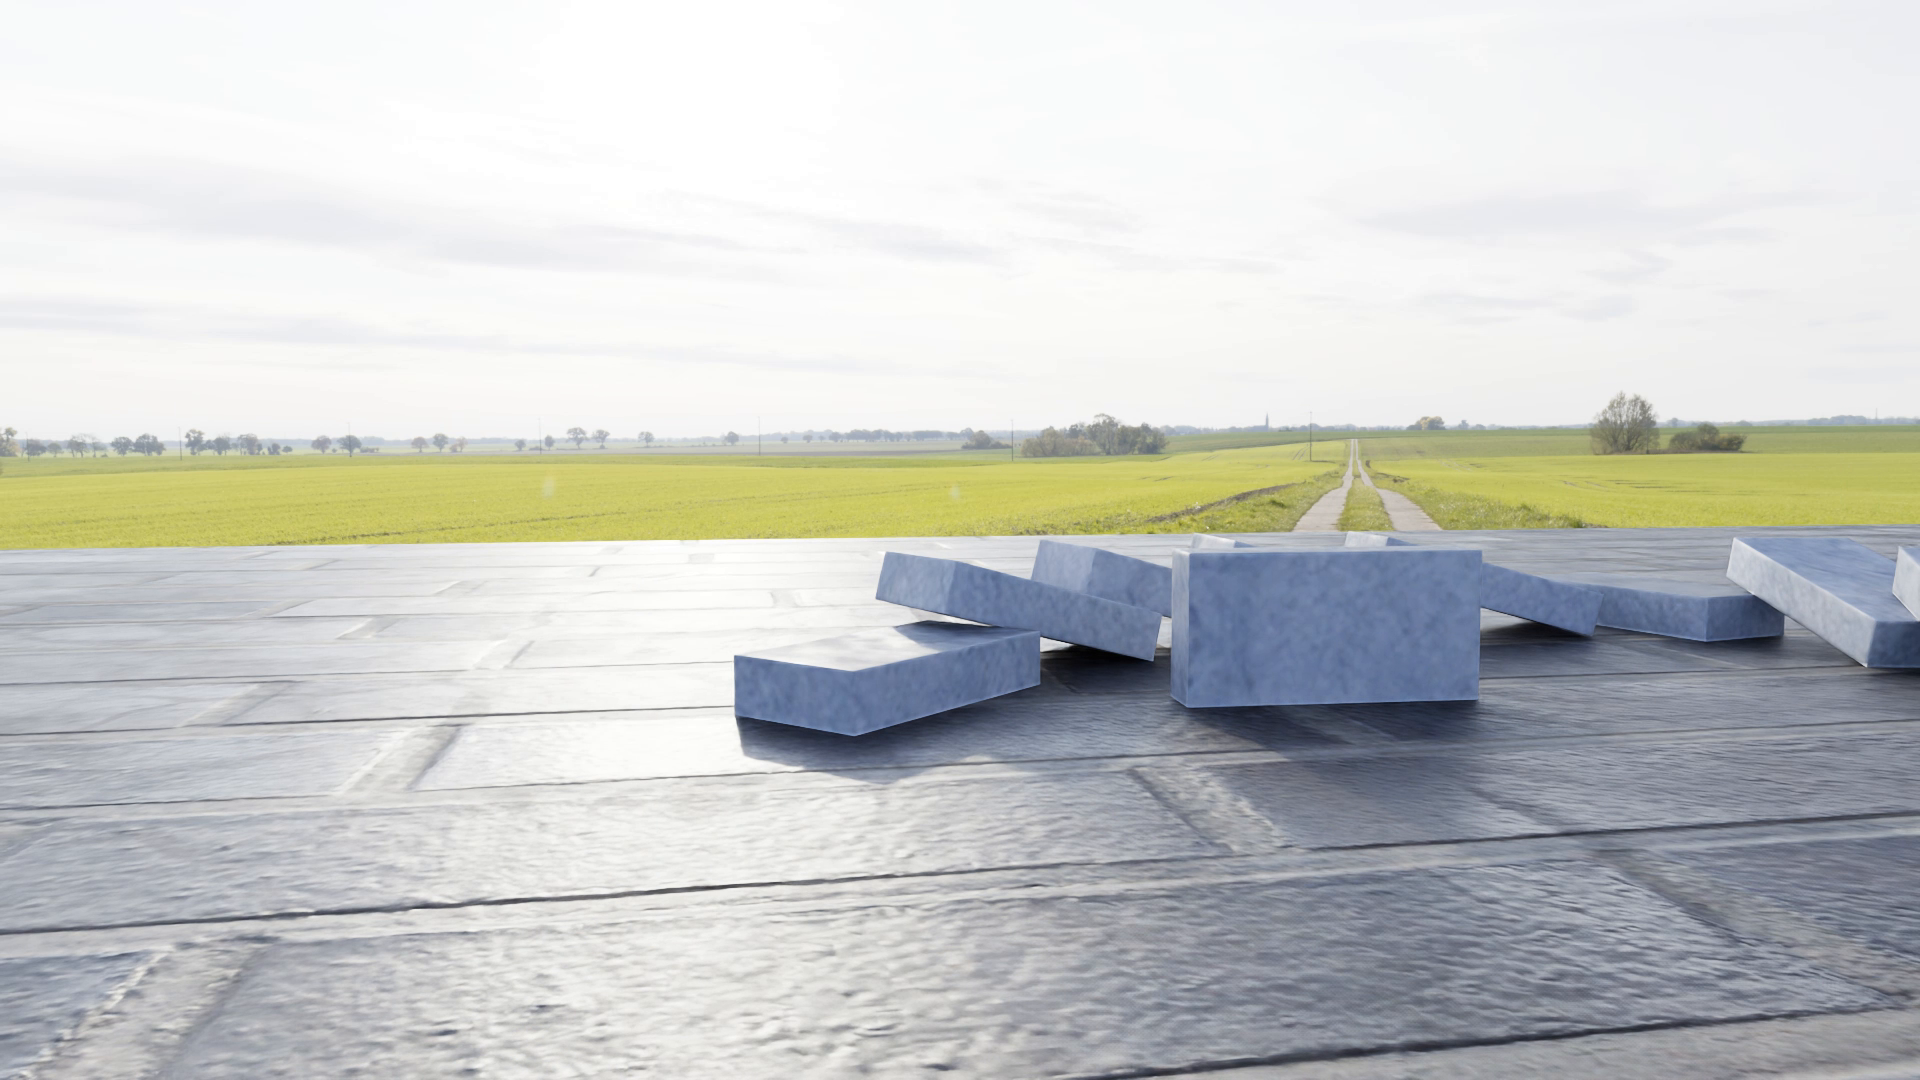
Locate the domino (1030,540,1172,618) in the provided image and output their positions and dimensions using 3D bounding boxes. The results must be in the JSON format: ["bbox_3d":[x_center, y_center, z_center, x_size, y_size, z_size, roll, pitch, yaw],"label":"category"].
[{"bbox_3d":[0.043,0.011,0.271,0.050,0.009,0.025,15,-2,-23],"label":"domino"}]

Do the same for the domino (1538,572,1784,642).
[{"bbox_3d":[0.162,0.015,0.304,0.025,0.009,0.050,-2,5,-23],"label":"domino"}]

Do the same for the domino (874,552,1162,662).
[{"bbox_3d":[0.012,0.013,0.248,0.050,0.010,0.025,15,-5,-33],"label":"domino"}]

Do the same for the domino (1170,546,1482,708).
[{"bbox_3d":[0.061,0.014,0.214,0.050,0.025,0.010,-1,4,-8],"label":"domino"}]

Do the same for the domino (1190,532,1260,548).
[{"bbox_3d":[0.078,0.010,0.287,0.050,0.009,0.025,15,2,-11],"label":"domino"}]

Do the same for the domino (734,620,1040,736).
[{"bbox_3d":[-0.011,0.022,0.214,0.025,0.009,0.050,3,5,36],"label":"domino"}]

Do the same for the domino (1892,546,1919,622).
[{"bbox_3d":[0.189,0.014,0.227,0.025,0.009,0.050,1,20,19],"label":"domino"}]

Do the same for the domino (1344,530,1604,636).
[{"bbox_3d":[0.115,0.009,0.292,0.050,0.010,0.025,15,3,-3],"label":"domino"}]

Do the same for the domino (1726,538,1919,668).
[{"bbox_3d":[0.186,0.012,0.266,0.025,0.010,0.050,0,18,2],"label":"domino"}]
